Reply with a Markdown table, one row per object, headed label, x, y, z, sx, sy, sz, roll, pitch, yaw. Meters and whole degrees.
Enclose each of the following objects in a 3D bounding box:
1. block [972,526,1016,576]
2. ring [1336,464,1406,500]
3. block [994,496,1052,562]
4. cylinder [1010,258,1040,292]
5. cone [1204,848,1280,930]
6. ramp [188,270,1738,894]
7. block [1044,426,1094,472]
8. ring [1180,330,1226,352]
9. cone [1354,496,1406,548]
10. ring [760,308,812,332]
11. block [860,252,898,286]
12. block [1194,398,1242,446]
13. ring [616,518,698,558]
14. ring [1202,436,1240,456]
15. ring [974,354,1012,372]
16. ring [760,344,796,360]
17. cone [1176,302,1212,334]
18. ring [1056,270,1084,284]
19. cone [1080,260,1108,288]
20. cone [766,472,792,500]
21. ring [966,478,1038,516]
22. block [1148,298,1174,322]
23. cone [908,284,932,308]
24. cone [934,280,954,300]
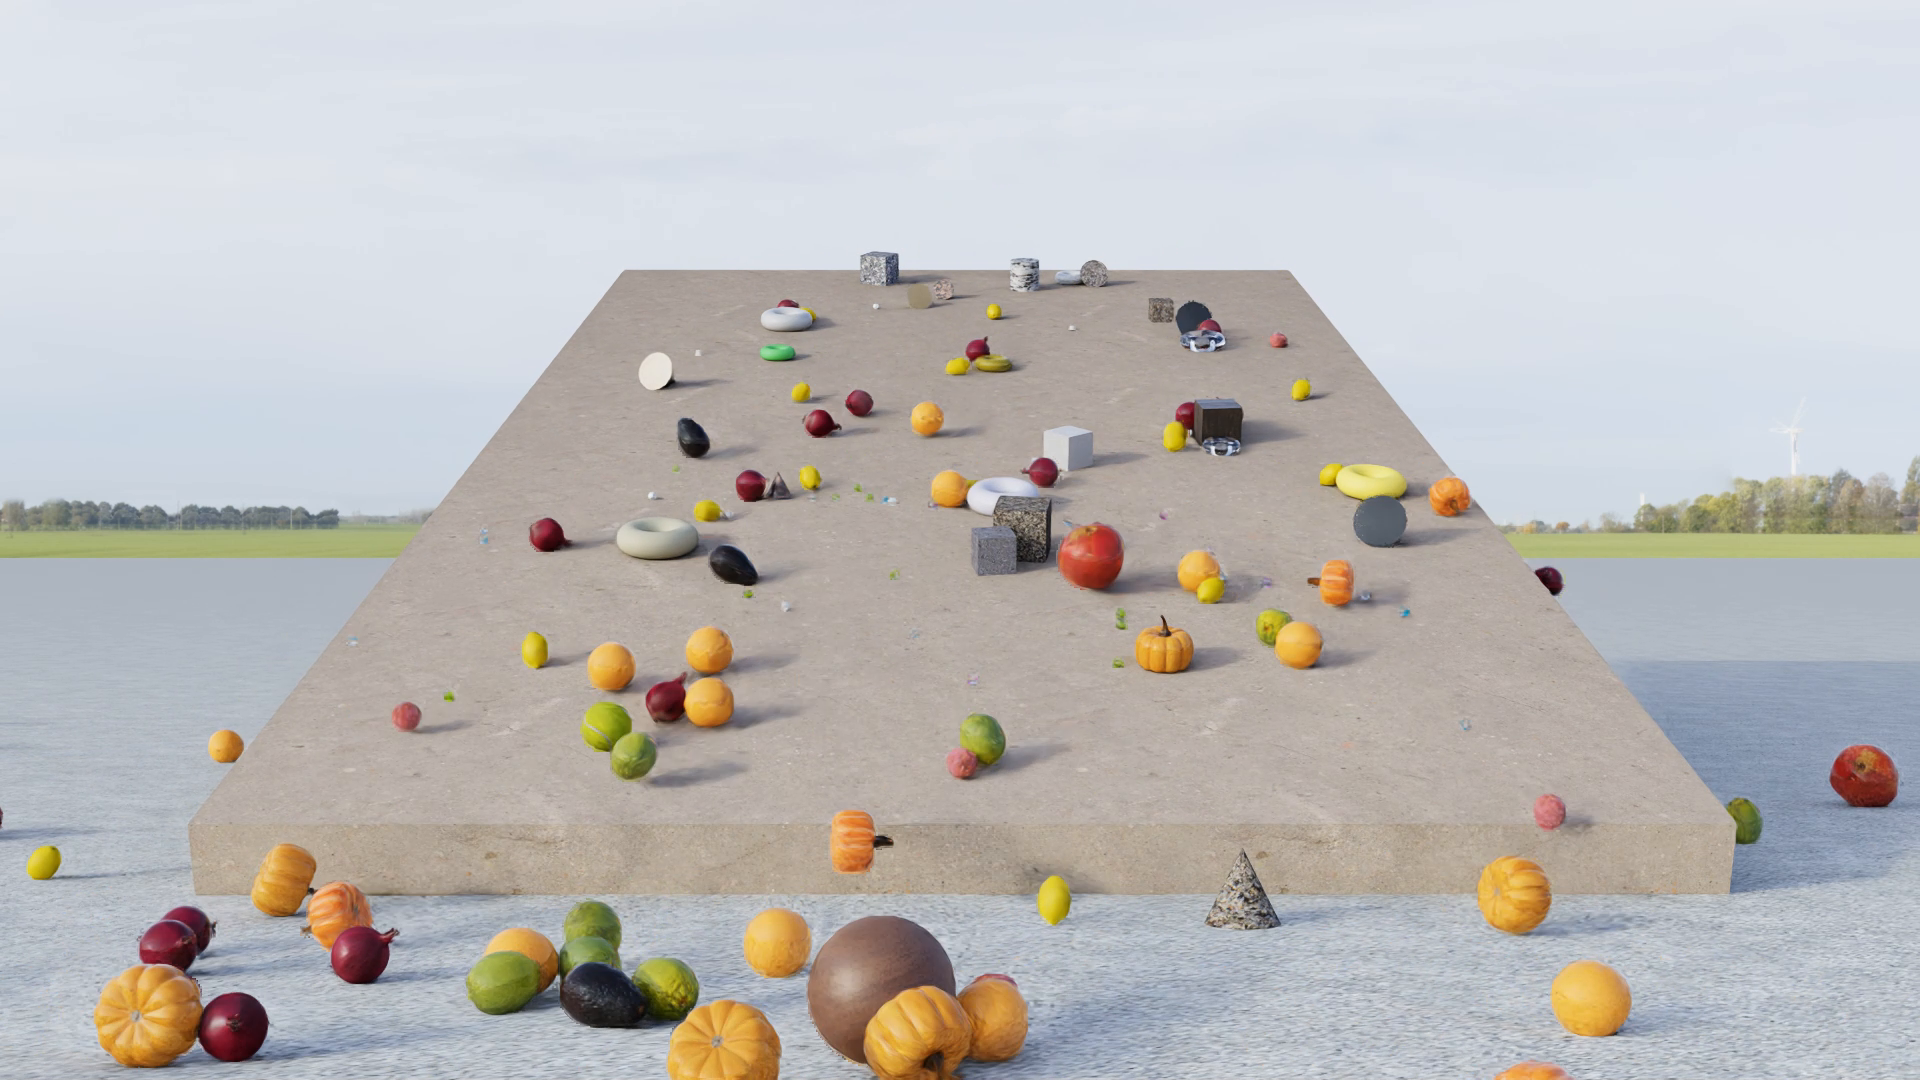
| label | x | y | z | sx | sy | sz | roll | pitch | yaw |
| --- | --- | --- | --- | --- | --- | --- | --- | --- | --- |
| block | 0.059 | 0.019 | 3.883 | 0.067 | 0.067 | 0.067 | -3 | 17 | -9 |
| ring | 0.804 | -0.112 | 4.347 | 0.137 | 0.046 | 0.137 | 3 | 18 | -1 |
| block | 0.111 | -0.020 | 3.963 | 0.094 | 0.094 | 0.094 | 2 | 17 | 7 |
| cylinder | 0.186 | -0.761 | 6.383 | 0.083 | 0.083 | 0.083 | 0 | 17 | 0 |
| cone | 0.340 | 0.415 | 2.674 | 0.092 | 0.092 | 0.092 | 0 | 0 | 0 |
| ramp | -0.003 | -0.176 | 4.796 | 2.000 | 0.100 | 4.000 | 0 | 17 | 0 |
| block | 0.221 | -0.188 | 4.547 | 0.071 | 0.071 | 0.071 | -15 | 23 | -41 |
| ring | 0.613 | -0.504 | 5.628 | 0.115 | 0.038 | 0.115 | -1 | 18 | 0 |
| cone | 0.777 | -0.025 | 4.068 | 0.097 | 0.097 | 0.097 | 0 | -11 | 21 |
| ring | -0.457 | -0.581 | 5.862 | 0.136 | 0.045 | 0.136 | 1 | 18 | 0 |
| block | -0.234 | -0.791 | 6.477 | 0.083 | 0.083 | 0.083 | 8 | 19 | 25 |
| block | 0.547 | -0.249 | 4.723 | 0.084 | 0.084 | 0.084 | -2 | 17 | -6 |
| ring | -0.542 | -0.004 | 3.987 | 0.146 | 0.049 | 0.146 | 1 | 16 | 0 |
| ring | 0.546 | -0.197 | 4.652 | 0.081 | 0.027 | 0.081 | -1 | 18 | 0 |
| ring | 0.080 | -0.428 | 5.395 | 0.091 | 0.030 | 0.091 | 1 | 16 | 0 |
| ring | -0.452 | -0.464 | 5.511 | 0.087 | 0.029 | 0.087 | 1 | 17 | 0 |
| cone | 0.596 | -0.559 | 5.797 | 0.098 | 0.098 | 0.098 | 0 | -10 | -13 |
| ring | 0.323 | -0.765 | 6.483 | 0.093 | 0.031 | 0.093 | 0 | 19 | 0 |
| cone | 0.386 | -0.763 | 6.469 | 0.082 | 0.082 | 0.082 | 0 | -9 | -2 |
| cone | -0.353 | -0.109 | 4.321 | 0.052 | 0.052 | 0.052 | 0 | 17 | 0 |
| ring | 0.082 | -0.082 | 4.243 | 0.139 | 0.046 | 0.139 | 0 | 21 | 0 |
| block | 0.538 | -0.616 | 5.959 | 0.056 | 0.056 | 0.056 | -2 | 17 | -6 |
| cone | -0.124 | -0.664 | 6.152 | 0.074 | 0.074 | 0.074 | 0 | -11 | -21 |
| cone | -0.040 | -0.698 | 6.273 | 0.060 | 0.060 | 0.060 | 0 | -10 | 12 |
